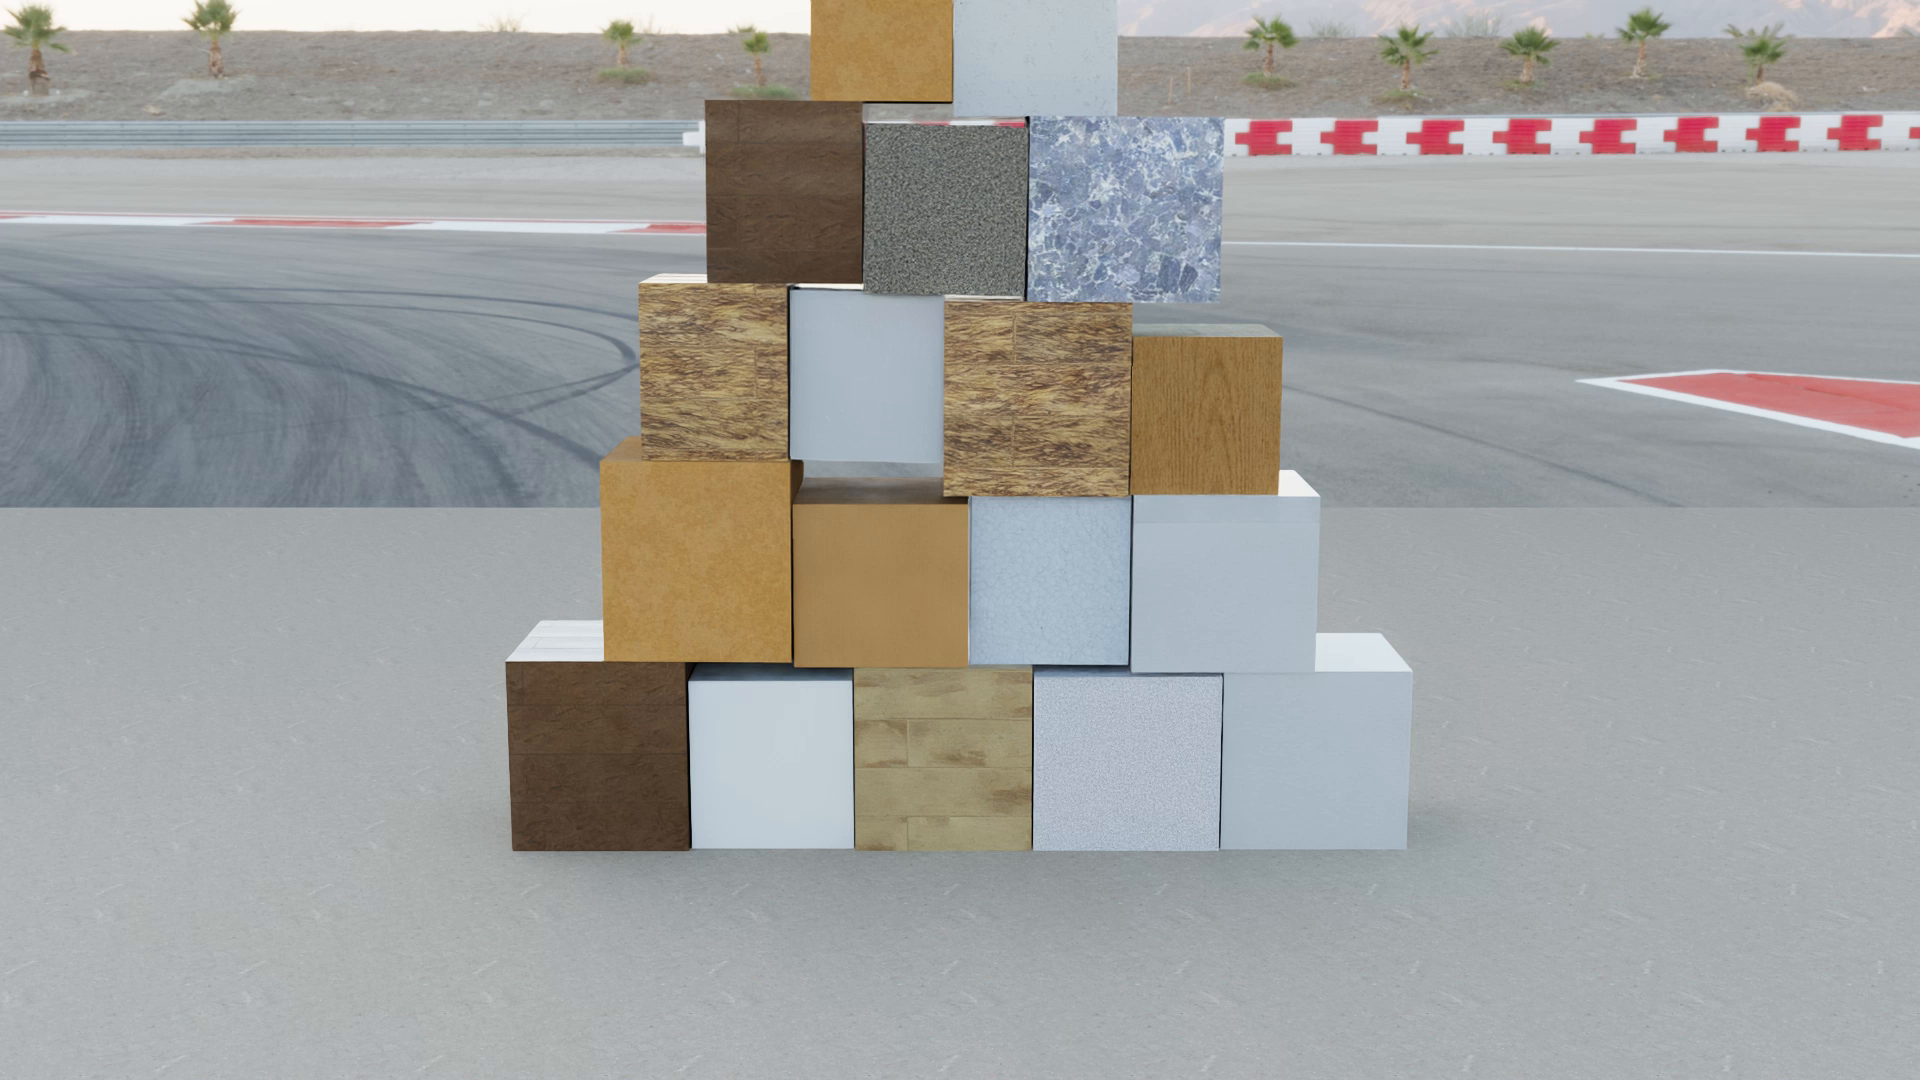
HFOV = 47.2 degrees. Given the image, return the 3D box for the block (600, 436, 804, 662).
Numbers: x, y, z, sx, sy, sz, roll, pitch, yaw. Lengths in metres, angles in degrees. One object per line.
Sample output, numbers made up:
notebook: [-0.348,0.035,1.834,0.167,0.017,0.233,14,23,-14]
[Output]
block: [-1.287,0.028,11.188,0.921,0.992,0.935,0,10,0]

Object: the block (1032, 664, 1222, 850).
block: [0.831,1.035,11.380,0.929,0.892,0.915,0,10,0]

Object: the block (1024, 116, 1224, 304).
block: [0.787,-1.643,10.866,0.921,0.875,0.821,0,10,0]

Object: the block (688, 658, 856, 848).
block: [-0.939,1.052,11.368,0.813,0.864,0.812,0,10,0]

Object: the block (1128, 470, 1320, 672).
block: [1.299,0.144,11.189,0.905,0.880,0.856,0,10,0]

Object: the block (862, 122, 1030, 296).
block: [-0.068,-1.641,10.866,0.774,0.800,0.787,1,10,0]

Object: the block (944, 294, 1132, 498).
block: [0.374,-0.752,11.047,0.903,0.948,0.835,0,10,0]

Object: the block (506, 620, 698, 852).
block: [-1.797,0.994,11.373,0.883,0.976,0.937,0,10,0]

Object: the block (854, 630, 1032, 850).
block: [-0.083,1.018,11.350,0.880,0.936,0.865,0,10,0]

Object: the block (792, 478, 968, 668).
block: [-0.390,0.150,11.227,0.860,0.816,0.875,0,10,0]

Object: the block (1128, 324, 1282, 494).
block: [1.192,-0.671,11.057,0.730,0.769,0.780,0,10,0]

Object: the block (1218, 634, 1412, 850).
block: [1.772,1.024,11.368,0.933,0.917,0.853,0,10,0]

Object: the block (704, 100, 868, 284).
block: [-0.839,-1.724,10.863,0.747,0.865,0.749,0,10,0]

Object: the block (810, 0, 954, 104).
block: [-0.370,-2.559,10.714,0.669,0.837,0.744,0,10,0]

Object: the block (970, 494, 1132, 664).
block: [0.446,0.133,11.216,0.786,0.854,0.730,0,10,0]

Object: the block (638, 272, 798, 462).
block: [-1.189,-0.880,11.016,0.710,0.857,0.815,0,10,0]

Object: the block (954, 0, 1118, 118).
block: [0.357,-2.479,10.739,0.776,0.809,0.714,0,10,0]

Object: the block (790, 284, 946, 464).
block: [-0.453,-0.856,11.042,0.738,0.826,0.738,1,10,0]
